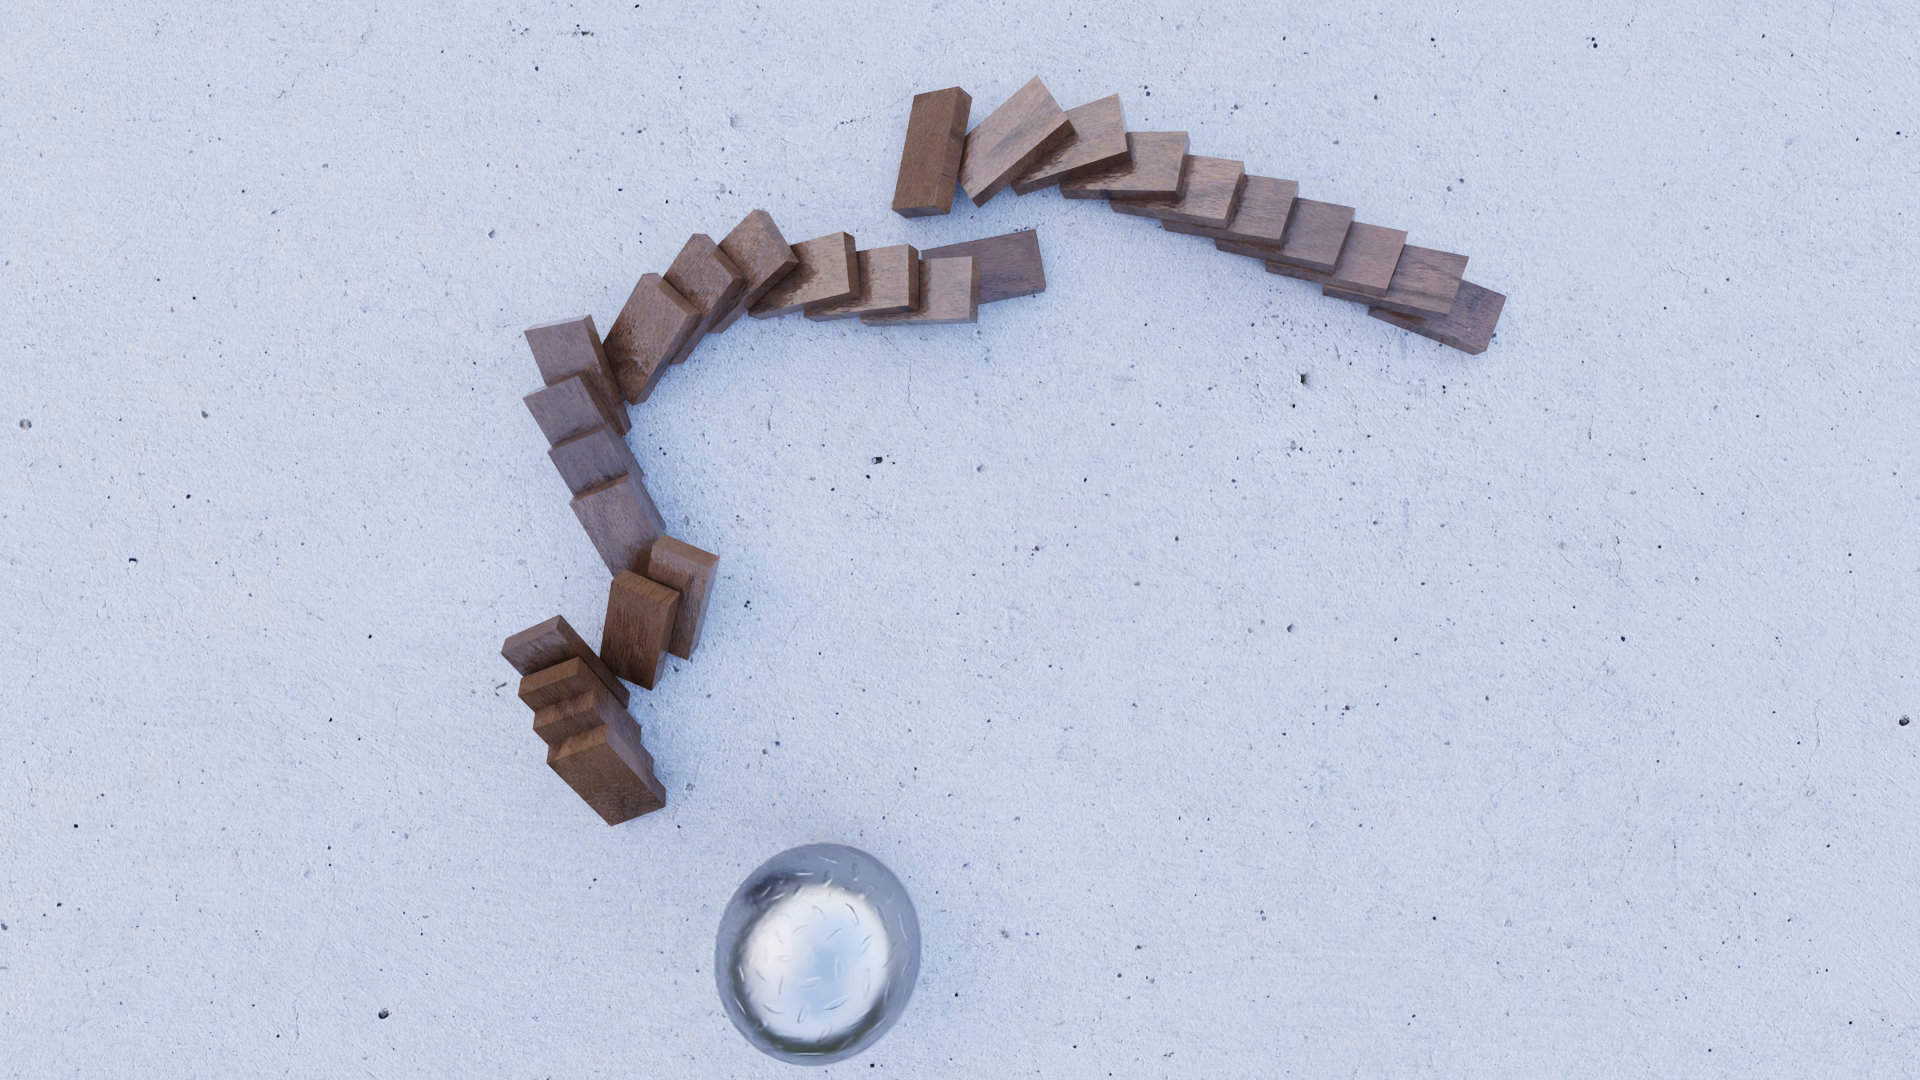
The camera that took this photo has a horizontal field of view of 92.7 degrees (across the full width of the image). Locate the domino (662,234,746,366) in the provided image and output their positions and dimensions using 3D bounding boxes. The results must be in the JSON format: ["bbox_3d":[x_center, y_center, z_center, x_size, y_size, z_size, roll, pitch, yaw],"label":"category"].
[{"bbox_3d":[-0.114,-0.100,0.384,0.025,0.010,0.050,48,116,2],"label":"domino"}]

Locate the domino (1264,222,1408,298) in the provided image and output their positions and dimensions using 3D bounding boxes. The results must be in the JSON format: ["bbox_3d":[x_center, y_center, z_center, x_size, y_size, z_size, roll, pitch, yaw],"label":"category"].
[{"bbox_3d":[0.158,-0.121,0.386,0.050,0.010,0.025,21,90,22],"label":"domino"}]

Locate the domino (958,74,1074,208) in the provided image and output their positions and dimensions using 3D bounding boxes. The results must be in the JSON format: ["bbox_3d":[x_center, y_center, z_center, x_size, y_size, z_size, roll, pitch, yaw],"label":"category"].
[{"bbox_3d":[0.020,-0.167,0.385,0.050,0.010,0.025,-35,75,17],"label":"domino"}]

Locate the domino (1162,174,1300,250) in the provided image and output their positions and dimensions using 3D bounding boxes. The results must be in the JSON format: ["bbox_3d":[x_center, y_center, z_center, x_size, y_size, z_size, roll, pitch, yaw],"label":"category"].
[{"bbox_3d":[0.113,-0.140,0.386,0.050,0.010,0.025,18,90,24],"label":"domino"}]

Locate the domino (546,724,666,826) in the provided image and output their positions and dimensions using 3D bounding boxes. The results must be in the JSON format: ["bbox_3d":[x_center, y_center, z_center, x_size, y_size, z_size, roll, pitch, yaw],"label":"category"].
[{"bbox_3d":[-0.145,0.098,0.380,0.025,0.009,0.050,-20,131,0],"label":"domino"}]

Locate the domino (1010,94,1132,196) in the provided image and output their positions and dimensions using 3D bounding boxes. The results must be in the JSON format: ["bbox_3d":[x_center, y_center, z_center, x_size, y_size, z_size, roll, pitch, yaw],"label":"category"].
[{"bbox_3d":[0.045,-0.166,0.385,0.050,0.010,0.025,-10,84,21],"label":"domino"}]

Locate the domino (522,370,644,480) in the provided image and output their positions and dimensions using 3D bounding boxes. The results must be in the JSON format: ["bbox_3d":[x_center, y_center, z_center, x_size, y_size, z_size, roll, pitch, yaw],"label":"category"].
[{"bbox_3d":[-0.157,-0.043,0.384,0.025,0.009,0.050,-21,116,4],"label":"domino"}]

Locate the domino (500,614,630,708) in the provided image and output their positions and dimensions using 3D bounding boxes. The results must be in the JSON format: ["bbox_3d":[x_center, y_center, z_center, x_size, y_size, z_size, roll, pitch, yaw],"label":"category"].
[{"bbox_3d":[-0.163,0.056,0.381,0.025,0.009,0.050,-24,125,3],"label":"domino"}]

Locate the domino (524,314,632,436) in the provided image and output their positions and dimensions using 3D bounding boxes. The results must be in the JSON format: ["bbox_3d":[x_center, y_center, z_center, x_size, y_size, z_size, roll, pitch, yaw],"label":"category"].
[{"bbox_3d":[-0.159,-0.067,0.383,0.025,0.009,0.050,-9,117,4],"label":"domino"}]

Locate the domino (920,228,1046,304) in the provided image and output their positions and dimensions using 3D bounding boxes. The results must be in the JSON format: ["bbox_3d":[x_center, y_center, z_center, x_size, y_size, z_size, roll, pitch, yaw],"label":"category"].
[{"bbox_3d":[0.010,-0.116,0.395,0.050,0.009,0.025,-11,90,0],"label":"domino"}]

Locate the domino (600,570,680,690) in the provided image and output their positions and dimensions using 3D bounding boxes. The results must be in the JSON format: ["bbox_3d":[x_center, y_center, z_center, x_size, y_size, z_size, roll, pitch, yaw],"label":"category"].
[{"bbox_3d":[-0.134,0.038,0.382,0.025,0.009,0.050,23,123,0],"label":"domino"}]

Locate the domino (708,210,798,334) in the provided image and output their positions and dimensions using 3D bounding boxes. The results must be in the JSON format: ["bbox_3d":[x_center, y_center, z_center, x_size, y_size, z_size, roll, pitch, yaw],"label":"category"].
[{"bbox_3d":[-0.093,-0.112,0.384,0.050,0.009,0.025,-33,88,27],"label":"domino"}]

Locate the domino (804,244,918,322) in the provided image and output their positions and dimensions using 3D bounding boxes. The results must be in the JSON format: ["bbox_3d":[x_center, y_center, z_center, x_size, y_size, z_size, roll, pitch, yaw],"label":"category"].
[{"bbox_3d":[-0.042,-0.108,0.386,0.050,0.010,0.025,0,90,24],"label":"domino"}]

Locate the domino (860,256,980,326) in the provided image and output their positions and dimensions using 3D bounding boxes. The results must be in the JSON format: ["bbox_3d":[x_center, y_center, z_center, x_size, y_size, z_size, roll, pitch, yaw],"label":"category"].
[{"bbox_3d":[-0.017,-0.104,0.386,0.050,0.010,0.025,3,91,22],"label":"domino"}]

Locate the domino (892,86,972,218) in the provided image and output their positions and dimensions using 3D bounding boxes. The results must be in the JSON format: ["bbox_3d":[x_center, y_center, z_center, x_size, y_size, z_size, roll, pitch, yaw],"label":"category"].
[{"bbox_3d":[-0.012,-0.164,0.389,0.025,0.010,0.050,11,90,38],"label":"domino"}]

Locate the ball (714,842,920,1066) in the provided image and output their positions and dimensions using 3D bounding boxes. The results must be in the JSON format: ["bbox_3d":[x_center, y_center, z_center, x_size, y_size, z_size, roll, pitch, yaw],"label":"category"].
[{"bbox_3d":[-0.055,0.161,0.360,0.080,0.080,0.080,0,90,0],"label":"ball"}]

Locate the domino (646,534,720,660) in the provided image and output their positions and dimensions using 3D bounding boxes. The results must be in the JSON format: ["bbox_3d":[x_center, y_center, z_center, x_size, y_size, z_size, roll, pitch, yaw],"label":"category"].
[{"bbox_3d":[-0.119,0.025,0.384,0.025,0.010,0.050,22,119,0],"label":"domino"}]

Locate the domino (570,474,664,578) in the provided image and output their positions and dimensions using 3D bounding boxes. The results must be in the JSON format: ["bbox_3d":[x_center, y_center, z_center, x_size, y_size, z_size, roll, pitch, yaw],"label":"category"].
[{"bbox_3d":[-0.139,0.000,0.385,0.025,0.010,0.050,-21,116,0],"label":"domino"}]

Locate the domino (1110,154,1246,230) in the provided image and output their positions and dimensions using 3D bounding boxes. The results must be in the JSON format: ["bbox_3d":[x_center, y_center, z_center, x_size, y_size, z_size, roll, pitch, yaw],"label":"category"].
[{"bbox_3d":[0.091,-0.148,0.386,0.050,0.009,0.025,18,90,24],"label":"domino"}]

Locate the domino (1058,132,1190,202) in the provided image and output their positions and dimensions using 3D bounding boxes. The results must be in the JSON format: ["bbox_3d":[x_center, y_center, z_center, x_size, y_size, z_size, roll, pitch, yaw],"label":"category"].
[{"bbox_3d":[0.069,-0.157,0.385,0.050,0.009,0.025,11,88,23],"label":"domino"}]

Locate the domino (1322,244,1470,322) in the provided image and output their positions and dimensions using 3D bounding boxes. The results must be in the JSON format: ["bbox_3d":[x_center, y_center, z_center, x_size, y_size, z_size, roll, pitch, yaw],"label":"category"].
[{"bbox_3d":[0.182,-0.111,0.385,0.050,0.010,0.025,21,90,22],"label":"domino"}]

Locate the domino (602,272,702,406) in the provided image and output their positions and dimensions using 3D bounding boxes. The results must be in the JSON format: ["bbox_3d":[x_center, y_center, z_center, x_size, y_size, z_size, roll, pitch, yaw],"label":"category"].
[{"bbox_3d":[-0.133,-0.084,0.385,0.025,0.010,0.050,42,116,0],"label":"domino"}]

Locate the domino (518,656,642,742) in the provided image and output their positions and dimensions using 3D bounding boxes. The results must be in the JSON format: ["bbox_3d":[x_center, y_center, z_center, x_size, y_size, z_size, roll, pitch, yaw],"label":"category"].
[{"bbox_3d":[-0.156,0.071,0.380,0.025,0.009,0.050,-20,131,0],"label":"domino"}]

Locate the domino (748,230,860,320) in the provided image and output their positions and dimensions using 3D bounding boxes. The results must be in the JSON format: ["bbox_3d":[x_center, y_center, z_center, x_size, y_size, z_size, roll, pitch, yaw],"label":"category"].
[{"bbox_3d":[-0.067,-0.111,0.386,0.050,0.010,0.025,-6,90,24],"label":"domino"}]

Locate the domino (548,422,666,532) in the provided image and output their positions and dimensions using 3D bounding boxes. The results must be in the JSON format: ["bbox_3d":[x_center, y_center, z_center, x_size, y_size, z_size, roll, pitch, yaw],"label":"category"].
[{"bbox_3d":[-0.147,-0.021,0.384,0.025,0.010,0.050,-21,116,1],"label":"domino"}]

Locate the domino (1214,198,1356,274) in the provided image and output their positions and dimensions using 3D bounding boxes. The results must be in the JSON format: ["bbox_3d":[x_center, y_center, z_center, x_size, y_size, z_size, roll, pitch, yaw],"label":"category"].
[{"bbox_3d":[0.136,-0.131,0.386,0.050,0.009,0.025,21,90,24],"label":"domino"}]

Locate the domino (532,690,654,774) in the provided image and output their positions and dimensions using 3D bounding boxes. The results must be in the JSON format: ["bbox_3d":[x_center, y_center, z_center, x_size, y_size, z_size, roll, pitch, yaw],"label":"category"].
[{"bbox_3d":[-0.151,0.085,0.380,0.025,0.010,0.050,-20,131,0],"label":"domino"}]

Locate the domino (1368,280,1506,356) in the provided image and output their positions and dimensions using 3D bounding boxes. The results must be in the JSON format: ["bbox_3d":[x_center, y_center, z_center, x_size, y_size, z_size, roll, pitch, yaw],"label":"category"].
[{"bbox_3d":[0.205,-0.101,0.395,0.050,0.009,0.025,21,90,0],"label":"domino"}]
